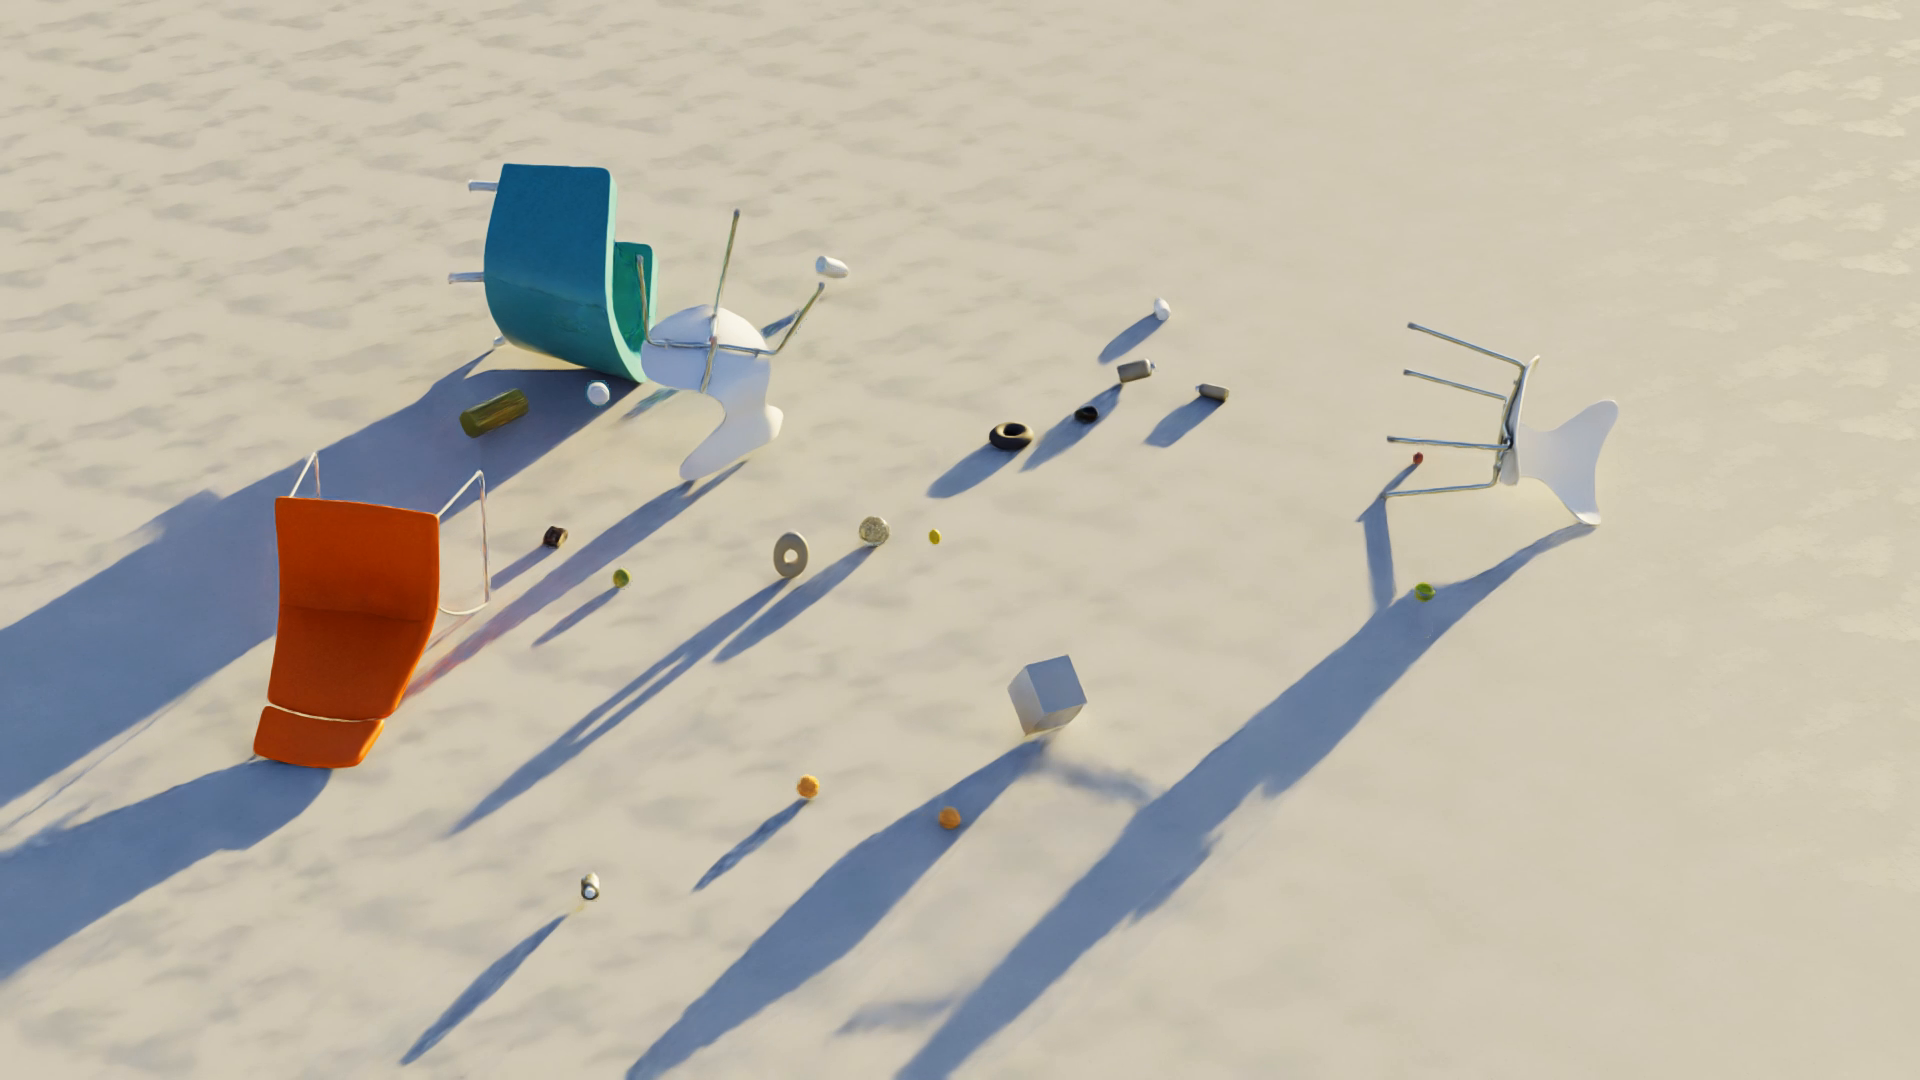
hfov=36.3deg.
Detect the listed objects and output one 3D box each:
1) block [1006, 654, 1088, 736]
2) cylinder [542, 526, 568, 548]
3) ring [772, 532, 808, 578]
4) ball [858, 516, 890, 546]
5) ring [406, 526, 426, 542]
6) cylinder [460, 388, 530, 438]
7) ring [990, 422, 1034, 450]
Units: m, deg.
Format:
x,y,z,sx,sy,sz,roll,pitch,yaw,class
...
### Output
x,y,z,sx,sy,sz,roll,pitch,yaw,class
0.293,0.524,9.898,0.165,0.199,0.180,-13,71,-24,block
-1.507,-0.011,10.917,0.066,0.042,0.081,16,56,22,cylinder
-0.615,0.054,10.662,0.131,0.226,0.052,7,44,-3,ring
-0.319,-0.033,10.889,0.116,0.116,0.116,0,33,0,ball
-2.035,-0.025,10.962,0.060,0.022,0.106,16,37,21,ring
-1.841,-0.503,11.605,0.256,0.113,0.116,-29,35,-36,cylinder
0.202,-0.409,11.515,0.184,0.055,0.155,-17,39,-28,ring
